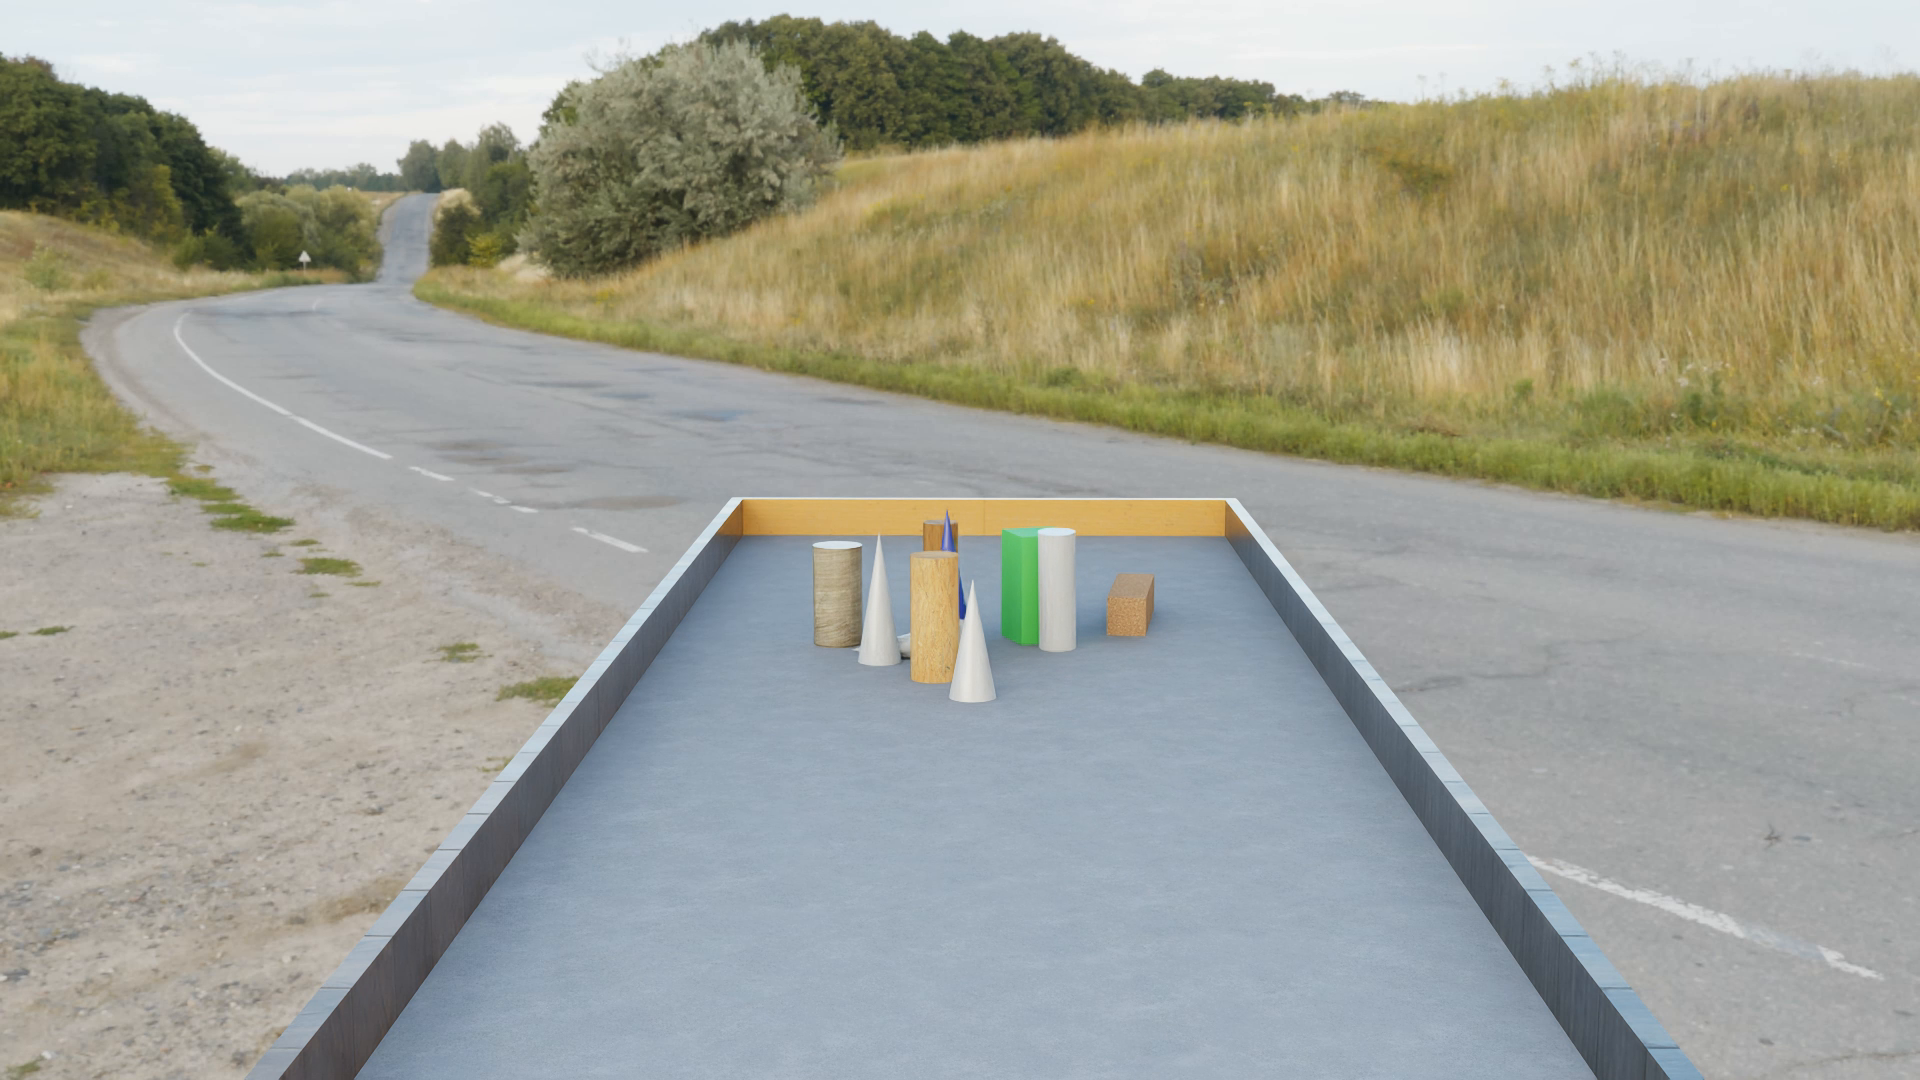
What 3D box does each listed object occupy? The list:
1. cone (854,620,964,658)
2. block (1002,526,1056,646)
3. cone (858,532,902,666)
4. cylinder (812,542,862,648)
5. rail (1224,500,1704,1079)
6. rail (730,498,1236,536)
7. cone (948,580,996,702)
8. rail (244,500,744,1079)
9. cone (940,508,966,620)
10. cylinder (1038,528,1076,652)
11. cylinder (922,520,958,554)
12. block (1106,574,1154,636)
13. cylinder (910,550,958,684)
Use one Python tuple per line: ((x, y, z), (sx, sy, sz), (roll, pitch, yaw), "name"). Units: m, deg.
((-0.169, 0.325, 6.740), (0.407, 0.138, 0.138), (-6, 5, 32), "cone")
((0.247, 0.144, 7.001), (0.177, 0.345, 0.177), (-3, 10, -20), "block")
((-0.244, 0.172, 6.654), (0.133, 0.398, 0.133), (0, 9, 0), "cone")
((-0.385, 0.171, 6.927), (0.155, 0.314, 0.155), (0, 9, 0), "cylinder")
((1.046, 0.843, 3.208), (0.050, 0.150, 12.000), (0, 9, 1), "rail")
((0.099, -0.098, 9.147), (2.100, 0.150, 0.050), (0, 9, 1), "rail")
((0.036, 0.276, 6.184), (0.134, 0.340, 0.134), (0, 9, 0), "cone")
((-1.004, 0.839, 3.234), (0.050, 0.150, 12.000), (0, 9, 1), "rail")
((-0.036, 0.122, 6.777), (0.154, 0.454, 0.154), (-1, 9, 0), "cone")
((0.302, 0.154, 6.835), (0.117, 0.369, 0.117), (-1, 13, 0), "cylinder")
((-0.062, 0.133, 6.950), (0.109, 0.383, 0.109), (0, 9, 0), "cylinder")
((0.567, 0.211, 7.283), (0.124, 0.124, 0.455), (1, 9, 8), "block")
((-0.074, 0.224, 6.425), (0.142, 0.366, 0.142), (0, 9, 0), "cylinder")
